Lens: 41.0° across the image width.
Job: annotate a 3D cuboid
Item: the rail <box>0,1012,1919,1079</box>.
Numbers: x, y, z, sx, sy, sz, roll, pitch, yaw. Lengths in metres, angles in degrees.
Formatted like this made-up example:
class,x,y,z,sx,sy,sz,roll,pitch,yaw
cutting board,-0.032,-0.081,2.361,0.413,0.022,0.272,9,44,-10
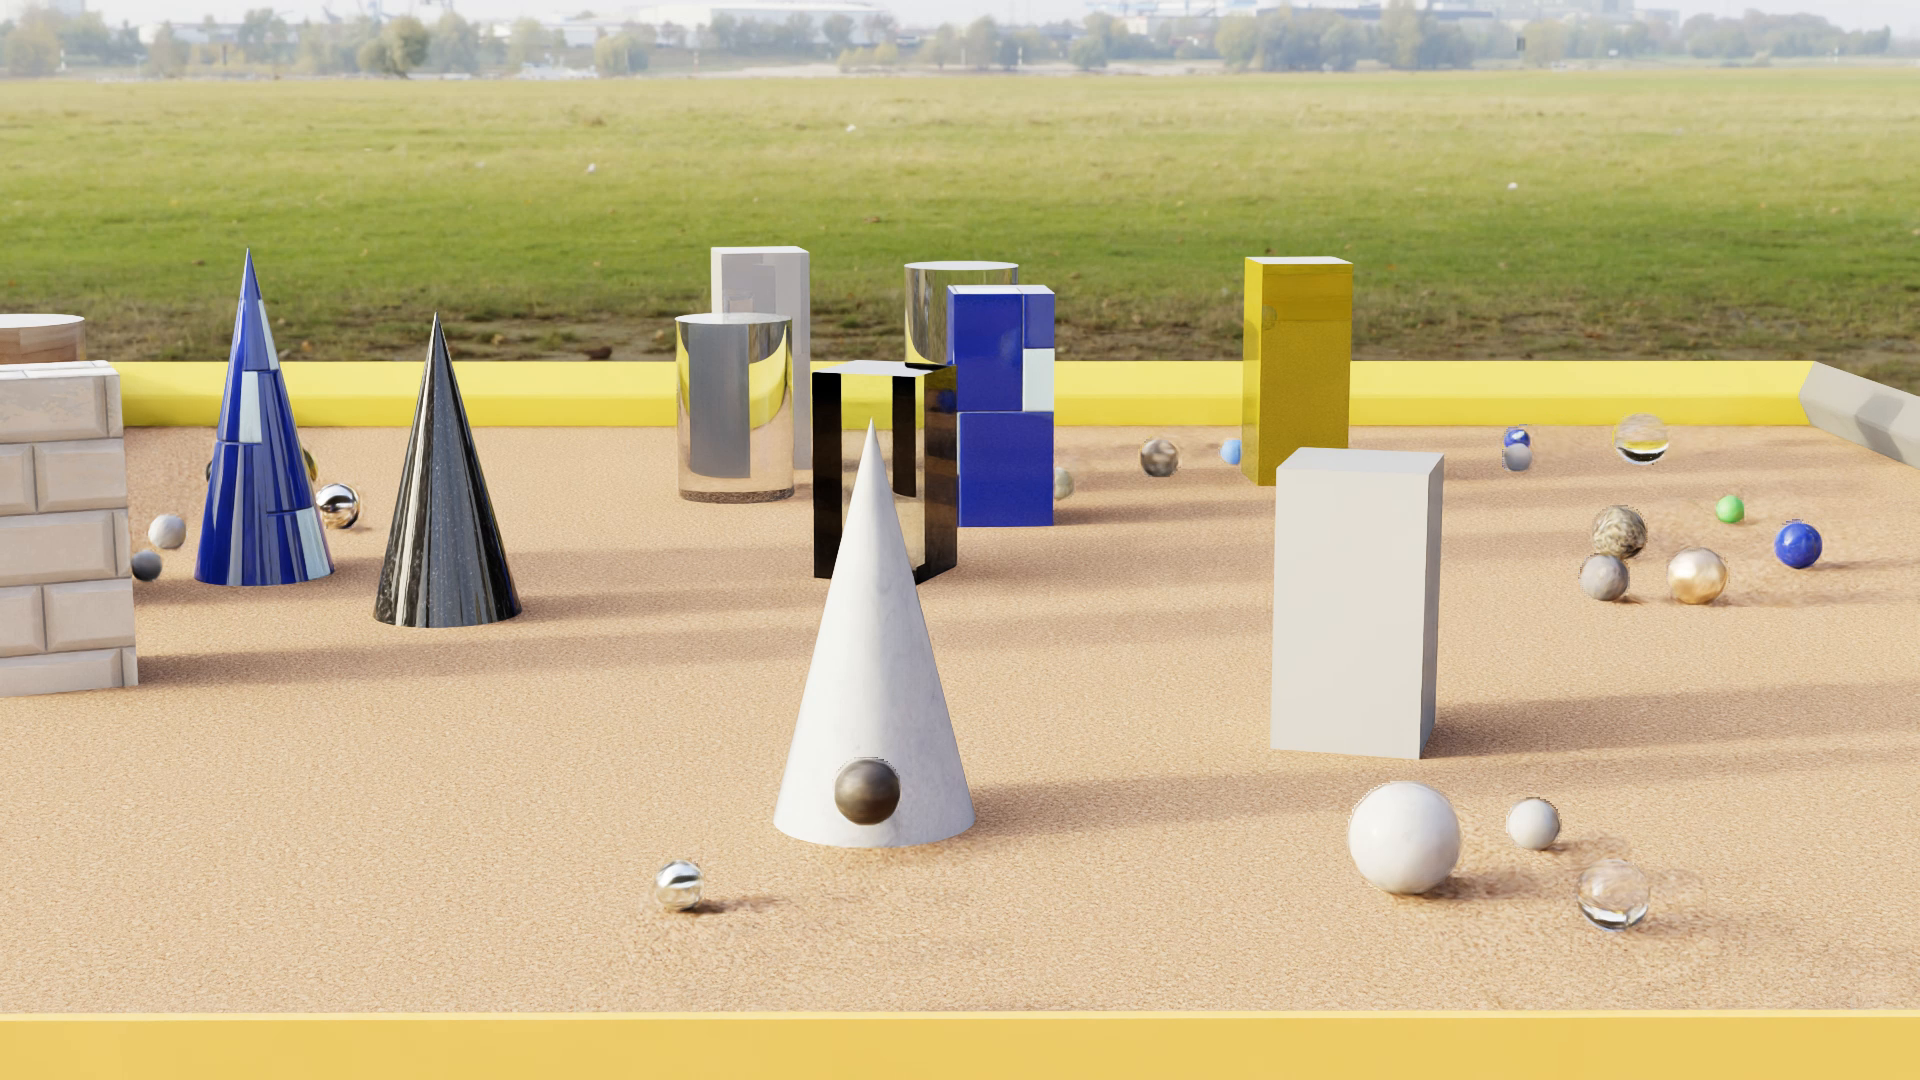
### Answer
class,x,y,z,sx,sy,sz,roll,pitch,yaw
rail,0.010,0.362,1.671,3.520,0.129,0.045,0,10,0

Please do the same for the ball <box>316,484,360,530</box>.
class,x,y,z,sx,sy,sz,roll,pitch,yaw
ball,-0.989,-0.053,4.070,0.075,0.075,0.075,0,10,0

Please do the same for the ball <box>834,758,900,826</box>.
class,x,y,z,sx,sy,sz,roll,pitch,yaw
ball,-0.087,0.235,2.392,0.062,0.062,0.062,0,10,0

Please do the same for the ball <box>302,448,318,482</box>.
class,x,y,z,sx,sy,sz,roll,pitch,yaw
ball,-1.144,-0.119,4.400,0.085,0.085,0.085,0,10,0

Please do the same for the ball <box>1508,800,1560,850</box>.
class,x,y,z,sx,sy,sz,roll,pitch,yaw
ball,0.540,0.268,2.412,0.047,0.047,0.047,0,10,0

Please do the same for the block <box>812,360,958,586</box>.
class,x,y,z,sx,sy,sz,roll,pitch,yaw
block,-0.107,-0.100,3.713,0.159,0.298,0.159,4,11,21

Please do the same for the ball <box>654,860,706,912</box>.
class,x,y,z,sx,sy,sz,roll,pitch,yaw
ball,-0.245,0.301,2.238,0.045,0.045,0.045,0,10,0

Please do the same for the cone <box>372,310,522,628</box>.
class,x,y,z,sx,sy,sz,roll,pitch,yaw
cone,-0.692,-0.104,3.426,0.199,0.410,0.199,0,10,0

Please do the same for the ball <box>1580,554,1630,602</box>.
class,x,y,z,sx,sy,sz,roll,pitch,yaw
ball,0.887,0.052,3.529,0.064,0.064,0.064,0,10,0

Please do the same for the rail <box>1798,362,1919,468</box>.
class,x,y,z,sx,sy,sz,roll,pitch,yaw
rail,1.736,0.031,3.459,0.045,0.129,3.663,0,10,0

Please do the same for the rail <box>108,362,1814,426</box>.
class,x,y,z,sx,sy,sz,roll,pitch,yaw
rail,-0.010,-0.295,5.226,3.520,0.129,0.045,0,10,0

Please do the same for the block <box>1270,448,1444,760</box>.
class,x,y,z,sx,sy,sz,roll,pitch,yaw
block,0.434,0.065,2.797,0.159,0.306,0.159,3,11,16

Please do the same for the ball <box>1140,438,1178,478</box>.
class,x,y,z,sx,sy,sz,roll,pitch,yaw
ball,0.357,-0.147,4.593,0.069,0.069,0.069,0,10,0

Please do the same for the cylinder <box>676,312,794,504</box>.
class,x,y,z,sx,sy,sz,roll,pitch,yaw
cylinder,-0.385,-0.228,4.386,0.199,0.303,0.199,0,10,0

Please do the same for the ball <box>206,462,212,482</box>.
class,x,y,z,sx,sy,sz,roll,pitch,yaw
ball,-1.287,-0.115,4.467,0.053,0.053,0.053,0,10,0

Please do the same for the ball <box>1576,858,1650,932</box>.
class,x,y,z,sx,sy,sz,roll,pitch,yaw
ball,0.556,0.303,2.185,0.061,0.061,0.061,0,10,0

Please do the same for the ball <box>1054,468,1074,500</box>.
class,x,y,z,sx,sy,sz,roll,pitch,yaw
ball,0.167,-0.094,4.348,0.055,0.055,0.055,0,10,0

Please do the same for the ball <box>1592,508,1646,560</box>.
class,x,y,z,sx,sy,sz,roll,pitch,yaw
ball,0.983,-0.009,3.823,0.079,0.079,0.079,0,10,0

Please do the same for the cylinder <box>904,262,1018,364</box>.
class,x,y,z,sx,sy,sz,roll,pitch,yaw
cylinder,0.003,-0.286,4.477,0.199,0.385,0.199,0,10,0

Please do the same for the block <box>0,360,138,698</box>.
class,x,y,z,sx,sy,sz,roll,pitch,yaw
block,-1.084,-0.017,3.063,0.159,0.372,0.159,-5,11,-23

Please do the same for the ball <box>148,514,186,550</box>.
class,x,y,z,sx,sy,sz,roll,pitch,yaw
ball,-1.205,-0.012,3.902,0.055,0.055,0.055,0,10,0

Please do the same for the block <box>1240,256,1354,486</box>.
class,x,y,z,sx,sy,sz,roll,pitch,yaw
block,0.595,-0.301,4.550,0.159,0.389,0.159,-1,11,-5

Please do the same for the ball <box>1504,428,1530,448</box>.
class,x,y,z,sx,sy,sz,roll,pitch,yaw
ball,1.057,-0.187,4.867,0.049,0.049,0.049,0,10,0

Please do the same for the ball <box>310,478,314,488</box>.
class,x,y,z,sx,sy,sz,roll,pitch,yaw
ball,-1.099,-0.081,4.202,0.082,0.082,0.082,0,10,0

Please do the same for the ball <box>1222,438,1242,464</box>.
class,x,y,z,sx,sy,sz,roll,pitch,yaw
ball,0.506,-0.163,4.736,0.049,0.049,0.049,0,10,0

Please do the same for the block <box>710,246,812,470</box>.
class,x,y,z,sx,sy,sz,roll,pitch,yaw
block,-0.365,-0.334,4.709,0.159,0.395,0.159,-2,11,-12

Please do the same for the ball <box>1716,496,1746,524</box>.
class,x,y,z,sx,sy,sz,roll,pitch,yaw
ball,1.240,-0.049,4.129,0.045,0.045,0.045,0,10,0

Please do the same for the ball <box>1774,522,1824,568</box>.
class,x,y,z,sx,sy,sz,roll,pitch,yaw
ball,1.228,0.008,3.758,0.069,0.069,0.069,0,10,0

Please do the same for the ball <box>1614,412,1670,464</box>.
class,x,y,z,sx,sy,sz,roll,pitch,yaw
ball,1.258,-0.187,4.734,0.097,0.097,0.097,0,10,0

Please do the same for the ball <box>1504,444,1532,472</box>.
class,x,y,z,sx,sy,sz,roll,pitch,yaw
ball,1.012,-0.149,4.654,0.052,0.052,0.052,0,10,0

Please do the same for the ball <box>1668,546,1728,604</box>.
class,x,y,z,sx,sy,sz,roll,pitch,yaw
ball,1.009,0.049,3.508,0.079,0.079,0.079,0,10,0

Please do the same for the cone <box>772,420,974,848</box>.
class,x,y,z,sx,sy,sz,roll,pitch,yaw
cone,-0.084,0.077,2.481,0.199,0.397,0.199,0,10,0

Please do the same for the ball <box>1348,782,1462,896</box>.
class,x,y,z,sx,sy,sz,roll,pitch,yaw
ball,0.396,0.266,2.280,0.099,0.099,0.099,0,10,0

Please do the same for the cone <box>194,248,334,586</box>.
class,x,y,z,sx,sy,sz,roll,pitch,yaw
cone,-1.012,-0.186,3.690,0.199,0.475,0.199,0,10,0

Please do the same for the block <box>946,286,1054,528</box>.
class,x,y,z,sx,sy,sz,roll,pitch,yaw
block,0.064,-0.218,4.147,0.159,0.373,0.159,-1,11,-4

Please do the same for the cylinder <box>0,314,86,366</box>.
class,x,y,z,sx,sy,sz,roll,pitch,yaw
cylinder,-1.294,-0.108,3.518,0.199,0.385,0.199,0,10,0

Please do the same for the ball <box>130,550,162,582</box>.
class,x,y,z,sx,sy,sz,roll,pitch,yaw
ball,-1.164,0.037,3.669,0.045,0.045,0.045,0,10,0
